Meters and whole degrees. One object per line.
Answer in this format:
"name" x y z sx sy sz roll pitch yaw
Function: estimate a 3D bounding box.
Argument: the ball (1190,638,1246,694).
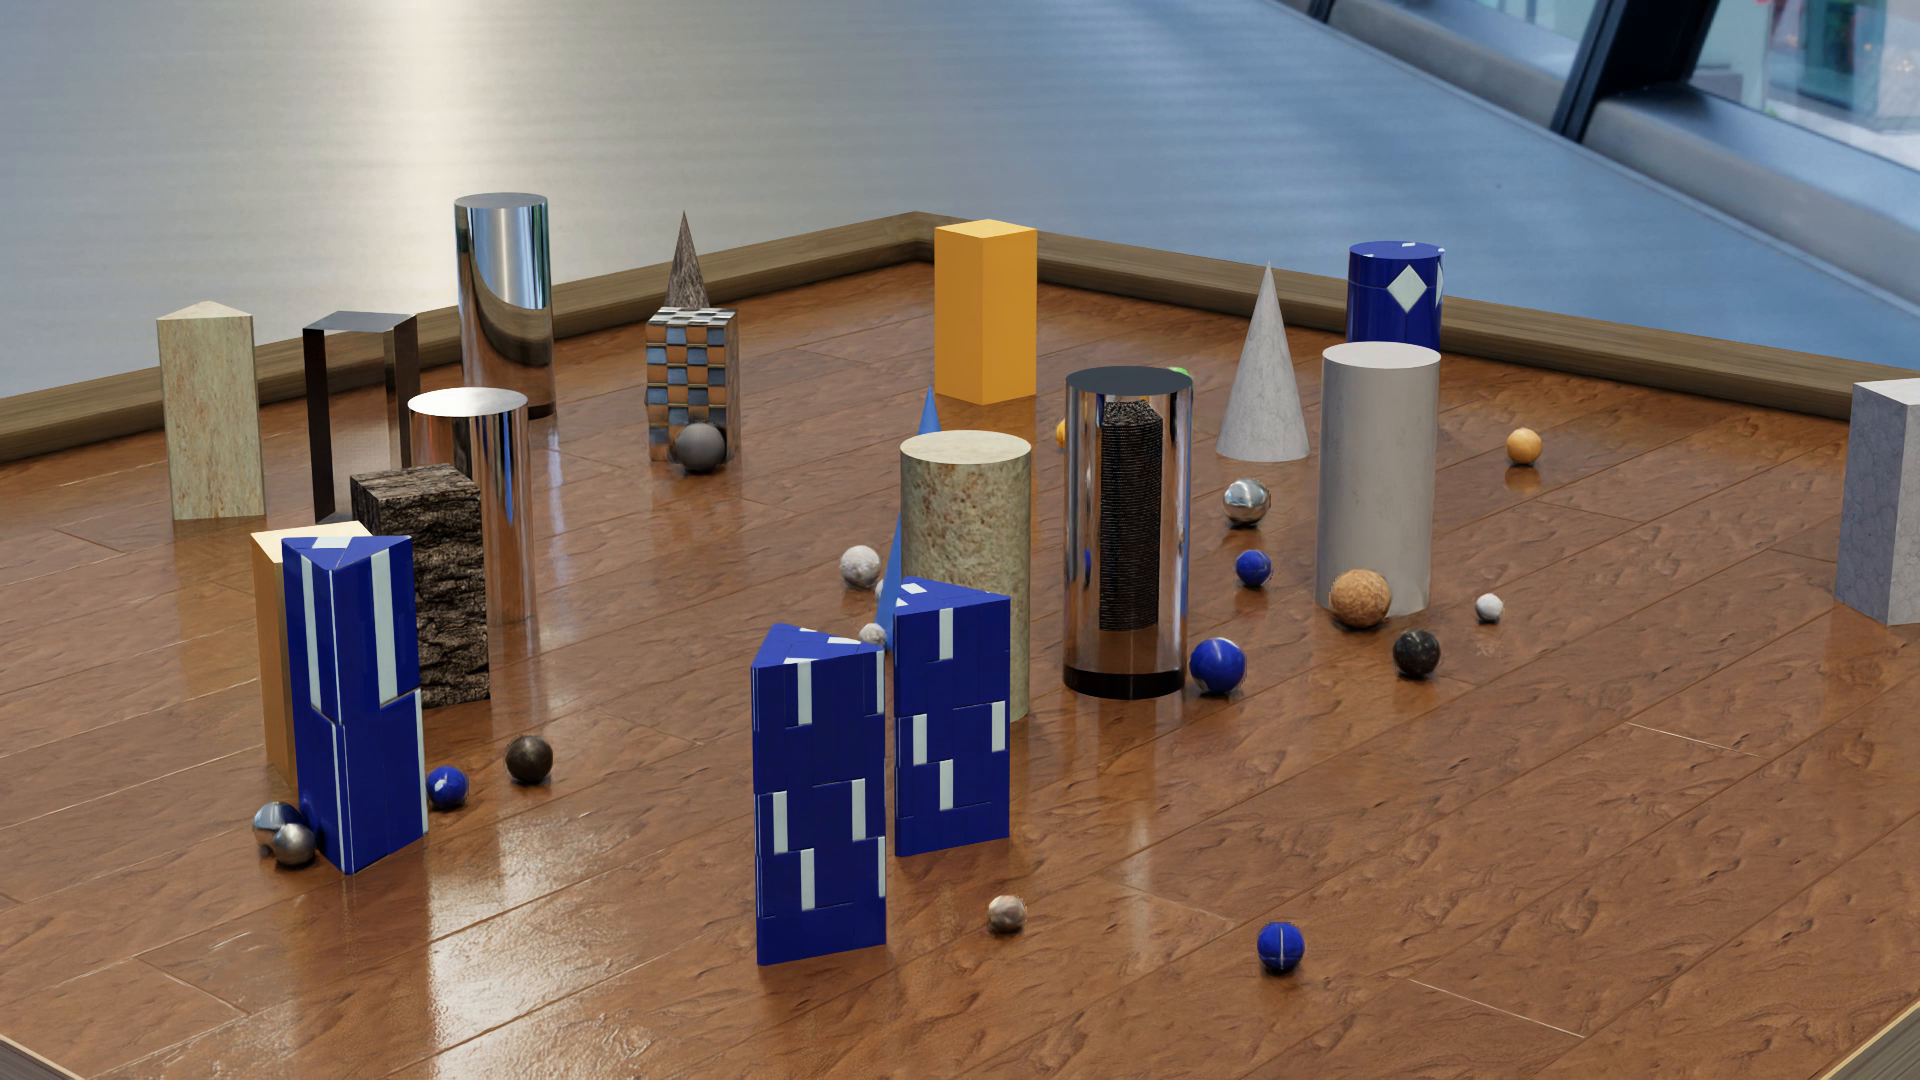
"ball" 0.408 0.199 4.642 0.089 0.089 0.089 0 17 0

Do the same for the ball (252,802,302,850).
"ball" -0.938 0.393 4.033 0.067 0.067 0.067 0 17 0

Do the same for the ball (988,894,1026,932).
"ball" 0.060 0.481 3.776 0.048 0.048 0.048 0 17 0

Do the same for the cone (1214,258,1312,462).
"cone" 0.629 -0.381 6.023 0.200 0.403 0.200 0 17 0

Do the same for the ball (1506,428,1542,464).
"ball" 1.147 -0.191 5.962 0.073 0.073 0.073 0 17 0

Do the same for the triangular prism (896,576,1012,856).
"triangular prism" -0.041 0.237 4.066 0.173 0.348 0.150 -8 18 -25

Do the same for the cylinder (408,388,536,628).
"cylinder" -0.830 -0.055 4.996 0.200 0.372 0.200 0 17 0

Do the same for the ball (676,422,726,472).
"ball" -0.523 -0.187 5.905 0.100 0.100 0.100 0 17 0

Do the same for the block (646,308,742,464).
"block" -0.545 -0.318 6.012 0.160 0.288 0.160 2 17 6

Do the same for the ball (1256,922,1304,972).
"ball" 0.401 0.508 3.663 0.060 0.060 0.060 0 17 0

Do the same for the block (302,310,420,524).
"block" -1.126 -0.229 5.559 0.160 0.379 0.160 4 17 12

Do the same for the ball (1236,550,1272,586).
"ball" 0.519 0.048 5.187 0.063 0.063 0.063 0 17 0

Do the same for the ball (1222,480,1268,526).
"ball" 0.540 -0.071 5.541 0.087 0.087 0.087 0 17 0

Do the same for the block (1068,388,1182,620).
"block" 0.284 -0.063 5.045 0.160 0.357 0.160 5 17 15

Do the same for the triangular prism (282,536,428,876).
"triangular prism" -0.807 0.213 4.000 0.150 0.432 0.173 -10 20 -31

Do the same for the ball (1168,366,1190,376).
"ball" 0.481 -0.354 6.523 0.063 0.063 0.063 0 17 0

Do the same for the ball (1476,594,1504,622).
"ball" 0.901 0.115 4.991 0.048 0.048 0.048 0 17 0

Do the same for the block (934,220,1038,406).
"block" 0.057 -0.506 6.491 0.160 0.372 0.160 -14 22 -39

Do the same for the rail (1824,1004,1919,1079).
"rail" 1.536 0.417 3.843 0.045 0.130 4.370 14 22 39

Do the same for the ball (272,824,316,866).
"ball" -0.904 0.414 3.981 0.058 0.058 0.058 0 17 0

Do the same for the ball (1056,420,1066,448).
"ball" 0.233 -0.218 6.055 0.072 0.072 0.072 0 17 0

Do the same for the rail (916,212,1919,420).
"rail" 1.417 -0.438 6.682 4.116 0.130 0.045 14 22 39

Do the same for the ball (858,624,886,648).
"ball" -0.144 0.161 4.843 0.046 0.046 0.046 0 17 0

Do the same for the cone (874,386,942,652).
"cone" -0.049 -0.048 4.861 0.200 0.436 0.200 0 17 0

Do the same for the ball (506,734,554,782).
"ball" -0.628 0.319 4.277 0.069 0.069 0.069 0 17 0

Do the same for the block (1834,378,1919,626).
"block" 1.626 -0.068 5.013 0.160 0.386 0.160 -5 17 -16

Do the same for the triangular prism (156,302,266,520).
"triangular prism" -1.431 -0.252 5.618 0.173 0.389 0.150 -3 17 -11

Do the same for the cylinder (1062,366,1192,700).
"cylinder" 0.264 -0.013 4.644 0.200 0.493 0.200 0 17 0

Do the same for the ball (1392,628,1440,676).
"ball" 0.735 0.181 4.722 0.076 0.076 0.076 0 17 0

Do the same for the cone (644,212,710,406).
"cone" -0.598 -0.512 6.416 0.200 0.428 0.200 0 17 0

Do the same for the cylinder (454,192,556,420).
"cylinder" -0.980 -0.503 6.325 0.200 0.463 0.200 0 17 0

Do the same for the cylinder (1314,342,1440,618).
"cylinder" 0.717 -0.106 5.050 0.200 0.437 0.200 0 17 0

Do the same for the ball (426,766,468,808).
"ball" -0.733 0.352 4.186 0.059 0.059 0.059 0 17 0

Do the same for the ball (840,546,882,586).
"ball" -0.176 0.046 5.176 0.073 0.073 0.073 0 17 0

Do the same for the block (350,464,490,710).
"block" -0.848 0.075 4.607 0.160 0.347 0.160 -8 19 -26

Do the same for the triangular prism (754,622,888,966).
"triangular prism" -0.203 0.315 3.724 0.173 0.396 0.150 -7 18 -23

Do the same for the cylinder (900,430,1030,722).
"cylinder" 0.009 0.060 4.528 0.200 0.421 0.200 0 17 0

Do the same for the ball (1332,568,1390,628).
"ball" 0.678 0.099 4.956 0.100 0.100 0.100 0 17 0

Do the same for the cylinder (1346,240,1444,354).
"cylinder" 0.919 -0.429 6.223 0.200 0.379 0.200 0 17 0

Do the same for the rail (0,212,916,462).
"rail" -1.536 -0.352 6.397 0.045 0.130 4.370 14 22 39

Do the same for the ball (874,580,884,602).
"ball" -0.119 0.092 5.053 0.056 0.056 0.056 0 17 0

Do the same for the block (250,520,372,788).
"block" -0.935 0.166 4.313 0.160 0.342 0.160 -8 18 -24

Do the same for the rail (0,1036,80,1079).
"rail" -1.417 0.503 3.557 4.116 0.130 0.045 14 22 39
